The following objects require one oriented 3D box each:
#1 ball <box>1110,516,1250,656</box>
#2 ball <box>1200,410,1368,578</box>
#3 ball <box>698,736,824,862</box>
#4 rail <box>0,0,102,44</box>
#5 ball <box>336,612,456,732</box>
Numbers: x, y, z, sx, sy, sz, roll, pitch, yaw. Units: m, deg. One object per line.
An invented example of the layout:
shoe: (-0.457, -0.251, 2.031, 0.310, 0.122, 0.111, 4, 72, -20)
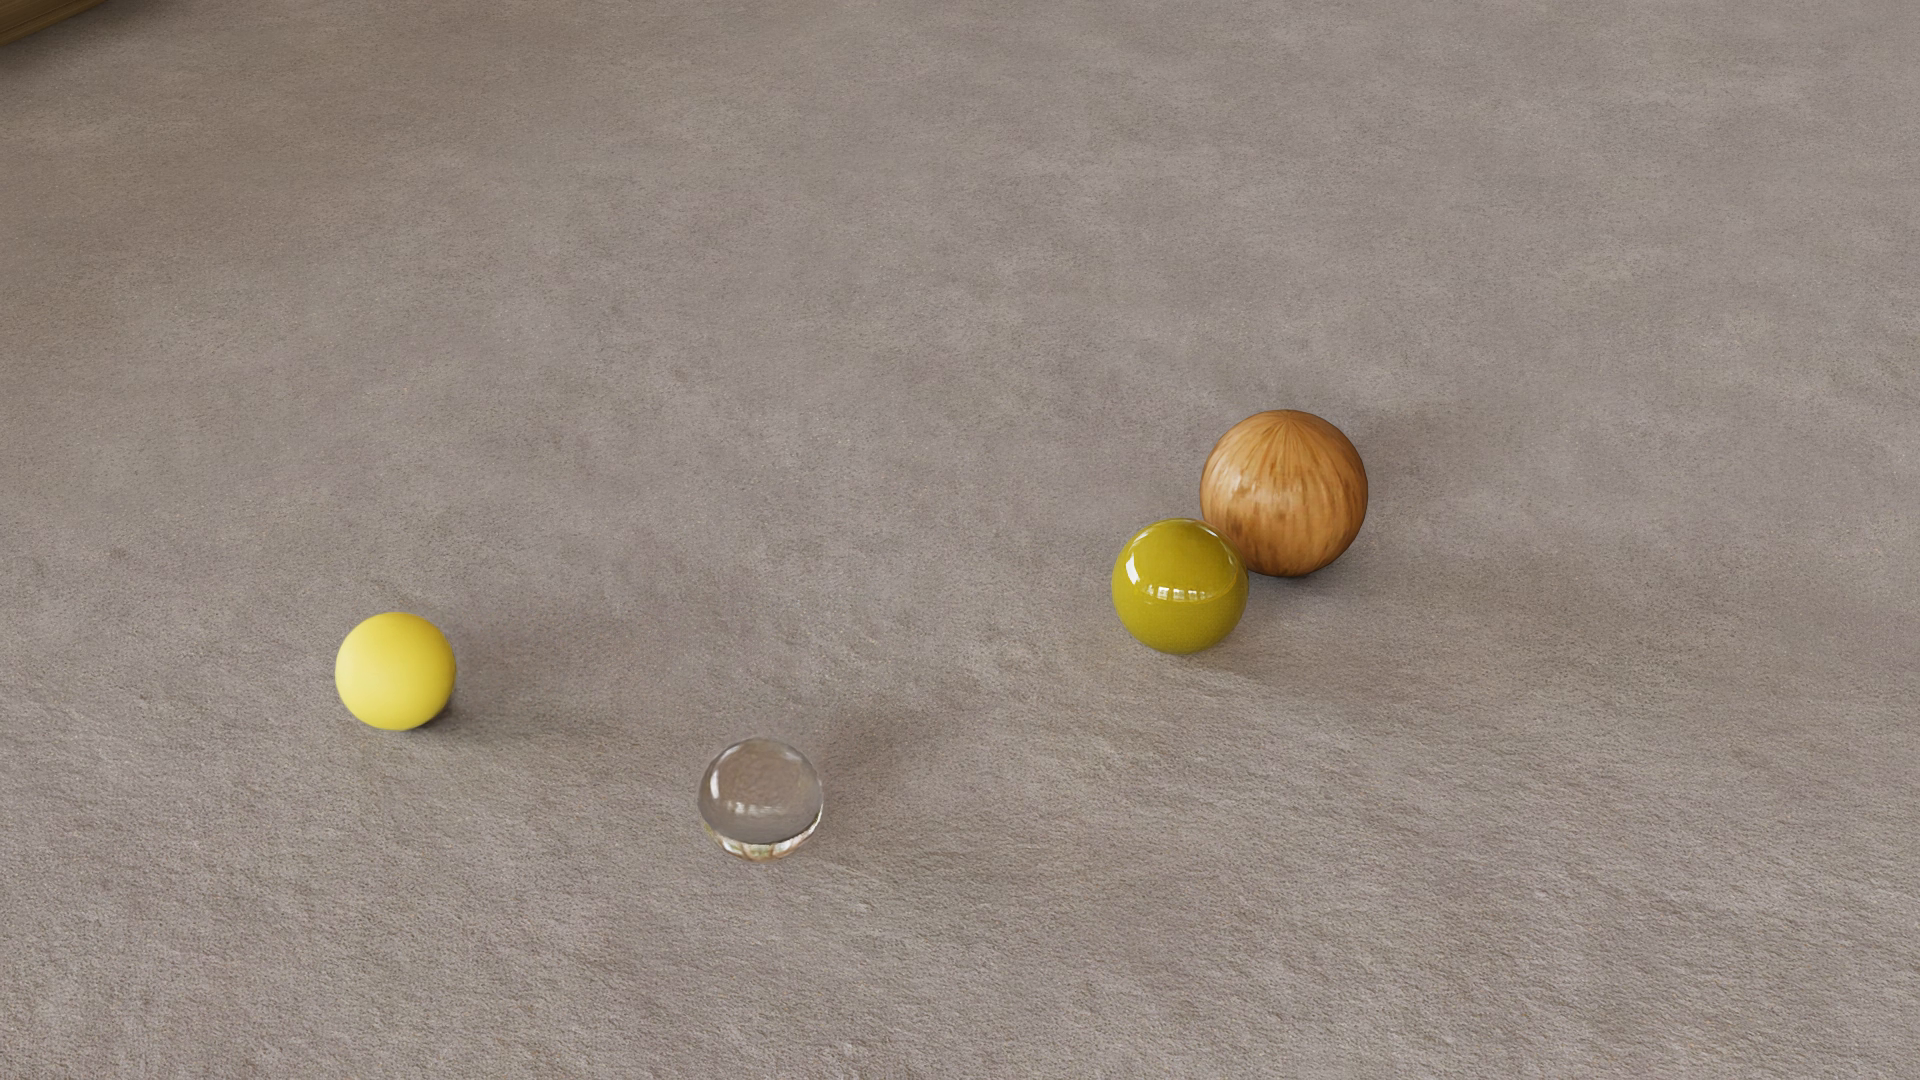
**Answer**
ball: (0.118, 0.025, 1.576, 0.074, 0.074, 0.074, 0, 29, 0)
ball: (0.181, -0.026, 1.645, 0.094, 0.094, 0.094, 0, 29, 0)
ball: (-0.096, 0.125, 1.411, 0.060, 0.060, 0.060, 0, 29, 0)
rail: (-0.496, -0.720, 2.854, 0.045, 0.122, 4.214, 14, 32, 23)
ball: (-0.290, 0.068, 1.512, 0.061, 0.061, 0.061, 0, 29, 0)
